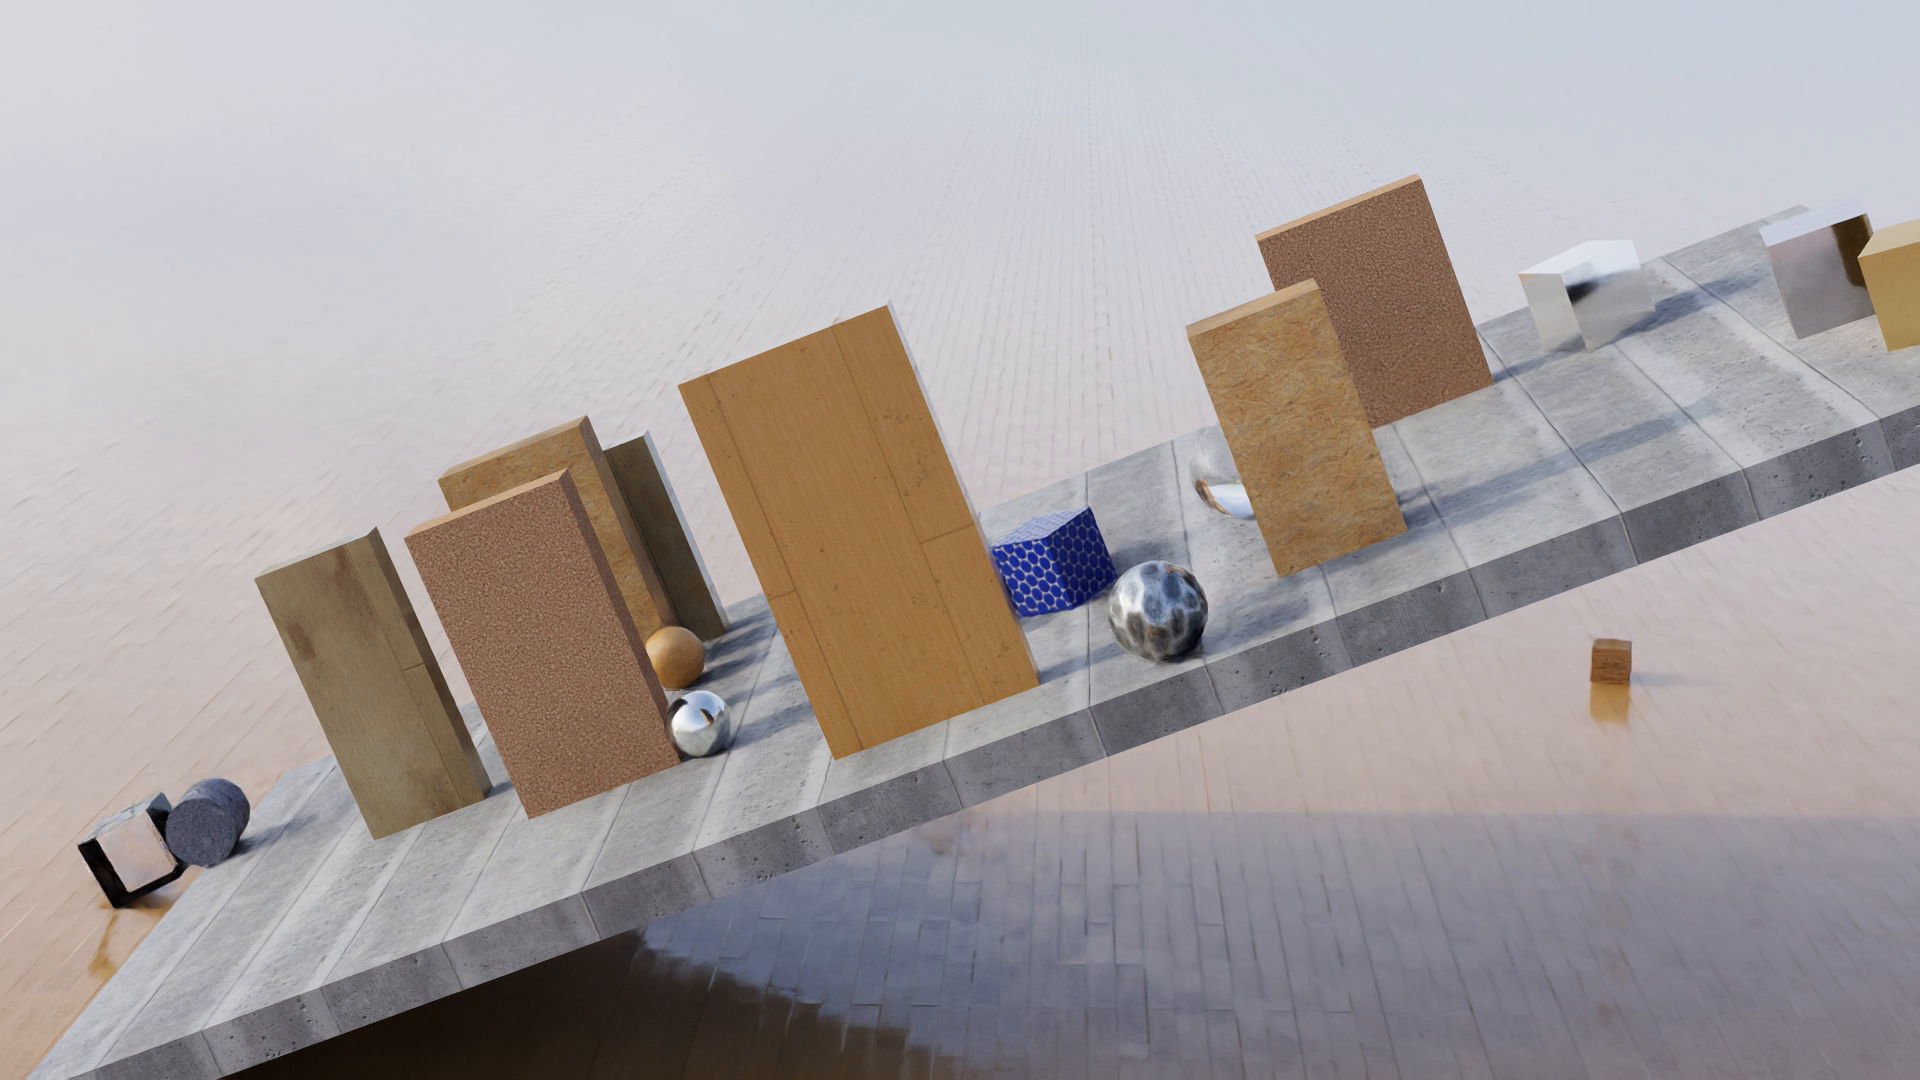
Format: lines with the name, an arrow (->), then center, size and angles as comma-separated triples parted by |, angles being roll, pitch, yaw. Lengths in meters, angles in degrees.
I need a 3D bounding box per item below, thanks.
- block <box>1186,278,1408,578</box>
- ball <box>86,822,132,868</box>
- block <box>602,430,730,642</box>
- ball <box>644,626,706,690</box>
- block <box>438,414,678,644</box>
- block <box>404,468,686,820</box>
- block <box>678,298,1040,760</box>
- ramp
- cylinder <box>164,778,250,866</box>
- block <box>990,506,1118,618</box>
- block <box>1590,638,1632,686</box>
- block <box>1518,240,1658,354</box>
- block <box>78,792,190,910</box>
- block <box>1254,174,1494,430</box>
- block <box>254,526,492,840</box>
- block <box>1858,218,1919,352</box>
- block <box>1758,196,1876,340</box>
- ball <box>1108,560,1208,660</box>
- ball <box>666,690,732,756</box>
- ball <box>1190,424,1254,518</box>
block -> 0.642, -0.214, 5.622 | 0.261, 0.498, 0.141 | -20, 12, 7
ball -> -2.044, 0.733, 7.065 | 0.109, 0.109, 0.109 | 0, 14, 0
block -> -0.804, 0.037, 7.050 | 0.329, 0.518, 0.080 | -20, 12, 7
ball -> -0.649, 0.267, 6.665 | 0.143, 0.143, 0.143 | 0, 14, 0
block -> -0.920, 0.068, 6.861 | 0.353, 0.623, 0.134 | -20, 12, 7
block -> -0.845, 0.215, 6.034 | 0.342, 0.639, 0.107 | -20, 12, 7
block -> -0.185, -0.016, 5.537 | 0.419, 0.778, 0.087 | -20, 12, 7
ramp -> 0.121, 0.174, 6.292 | 4.000, 0.100, 2.000 | -20, 12, 7
cylinder -> -1.752, 0.655, 6.853 | 0.163, 0.163, 0.163 | -1, 12, -2
block -> 0.192, 0.047, 6.090 | 0.162, 0.162, 0.162 | -11, 16, 43
block -> 1.911, 0.357, 8.628 | 0.107, 0.107, 0.107 | 4, 14, 16
block -> 1.385, -0.537, 6.487 | 0.187, 0.187, 0.187 | -25, 12, -15
block -> -1.913, 0.722, 6.852 | 0.172, 0.172, 0.172 | -26, 12, 7
block -> 0.912, -0.508, 6.480 | 0.377, 0.483, 0.100 | -20, 12, 7
block -> -1.268, 0.313, 6.377 | 0.266, 0.631, 0.089 | -20, 12, 7
block -> 1.818, -0.491, 5.500 | 0.190, 0.190, 0.190 | -14, 14, 32
block -> 1.731, -0.545, 5.873 | 0.199, 0.199, 0.199 | -19, 12, 15
ball -> 0.361, 0.129, 5.370 | 0.183, 0.183, 0.183 | 0, 14, 0
ball -> -0.533, 0.373, 6.006 | 0.135, 0.135, 0.135 | 0, 14, 0
ball -> 0.582, -0.149, 6.159 | 0.205, 0.205, 0.205 | 0, 14, 0
